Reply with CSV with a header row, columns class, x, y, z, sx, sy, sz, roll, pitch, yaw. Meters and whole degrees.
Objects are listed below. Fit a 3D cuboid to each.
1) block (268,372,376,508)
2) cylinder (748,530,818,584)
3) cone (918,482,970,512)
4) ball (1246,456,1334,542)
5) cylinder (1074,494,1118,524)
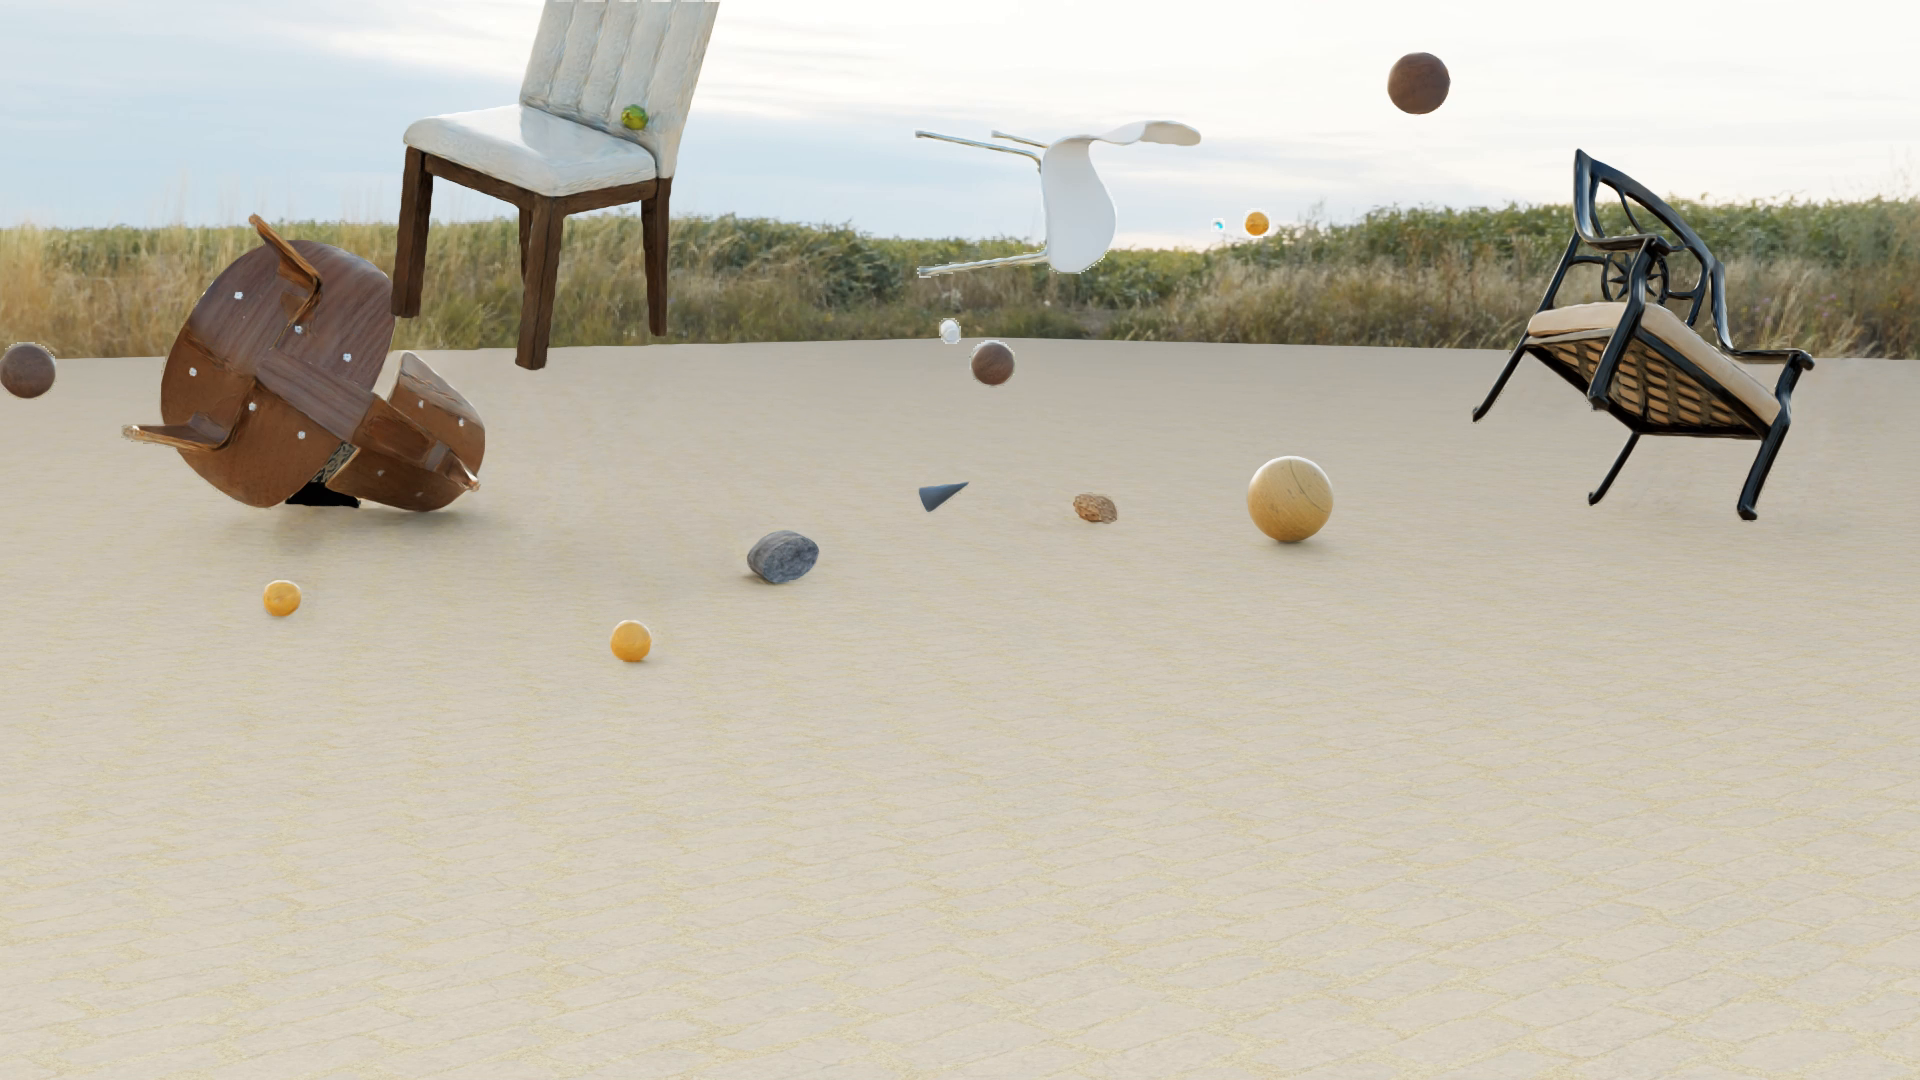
class,x,y,z,sx,sy,sz,roll,pitch,yaw
block,-1.813,-0.285,7.309,0.214,0.317,0.204,2,36,3
cylinder,-0.388,0.036,5.602,0.132,0.081,0.191,-30,12,-10
cone,-0.035,-0.136,7.130,0.140,0.075,0.082,-21,-29,13
ball,0.817,-0.102,6.353,0.214,0.214,0.214,0,6,0
cylinder,0.363,-0.083,6.861,0.087,0.061,0.092,44,-19,-29
